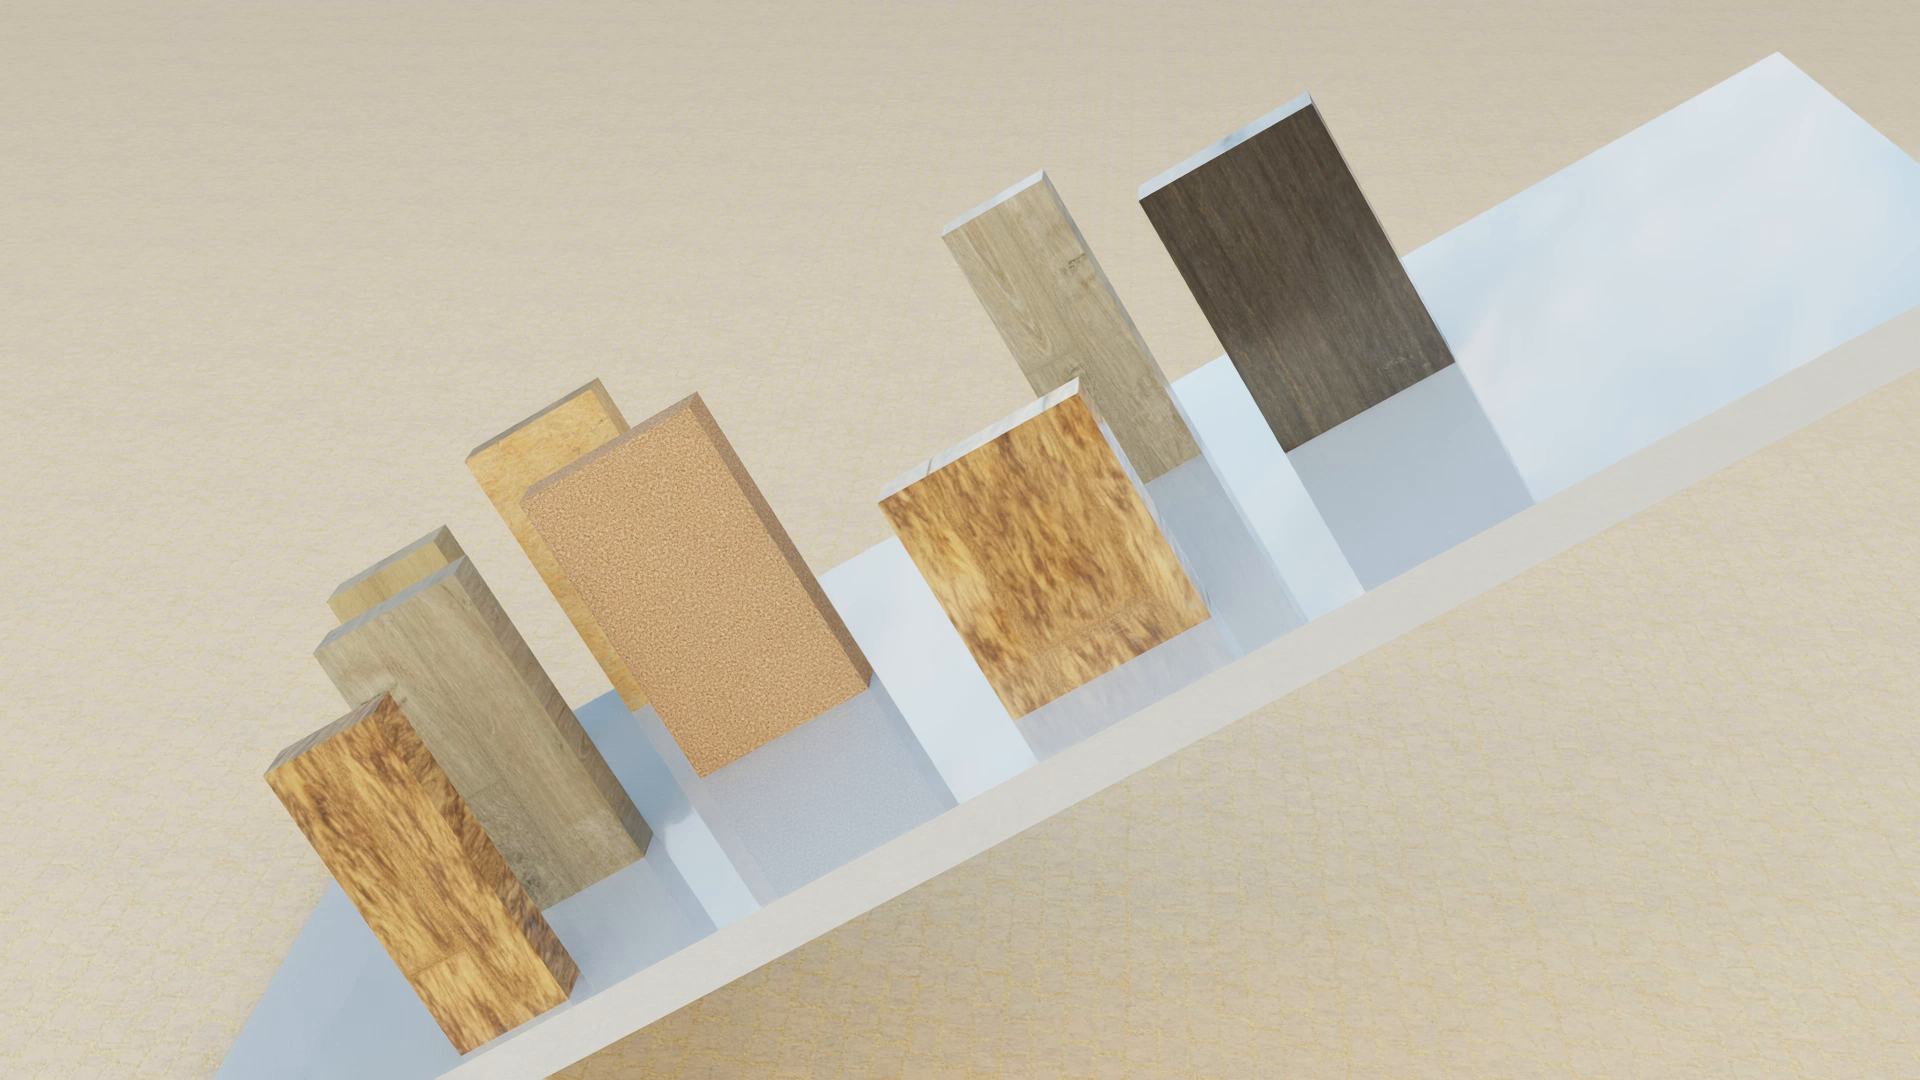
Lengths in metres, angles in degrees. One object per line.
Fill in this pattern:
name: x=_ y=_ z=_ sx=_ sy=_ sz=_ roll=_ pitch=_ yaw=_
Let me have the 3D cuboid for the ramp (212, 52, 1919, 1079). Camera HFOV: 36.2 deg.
ramp: x=0.142 y=0.168 z=6.286 sx=4.000 sy=0.100 sz=2.000 roll=-29 pitch=15 yaw=12

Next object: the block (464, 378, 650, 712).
block: x=-0.832 y=0.017 z=7.092 sx=0.360 sy=0.739 sz=0.102 roll=-29 pitch=15 yaw=12

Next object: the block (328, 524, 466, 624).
block: x=-1.203 y=0.315 z=7.072 sx=0.309 sy=0.634 sz=0.126 roll=-29 pitch=15 yaw=12

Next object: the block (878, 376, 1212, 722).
block: x=0.161 y=0.020 z=5.529 sx=0.430 sy=0.502 sz=0.110 roll=-29 pitch=15 yaw=12

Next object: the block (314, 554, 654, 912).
block: x=-0.983 y=0.425 z=6.099 sx=0.349 sy=0.715 sz=0.122 roll=-29 pitch=15 yaw=12

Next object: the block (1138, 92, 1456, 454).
block: x=0.696 y=-0.551 z=6.086 sx=0.399 sy=0.619 sz=0.140 roll=-29 pitch=15 yaw=12

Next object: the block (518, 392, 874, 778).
block: x=-0.559 y=0.102 z=6.289 sx=0.427 sy=0.721 sz=0.119 roll=-29 pitch=15 yaw=12

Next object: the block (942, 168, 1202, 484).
block: x=0.250 y=-0.441 z=6.464 sx=0.251 sy=0.705 sz=0.115 roll=-29 pitch=15 yaw=12

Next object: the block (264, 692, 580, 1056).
block: x=-1.013 y=0.635 z=5.569 sx=0.248 sy=0.666 sz=0.120 roll=-29 pitch=15 yaw=12
